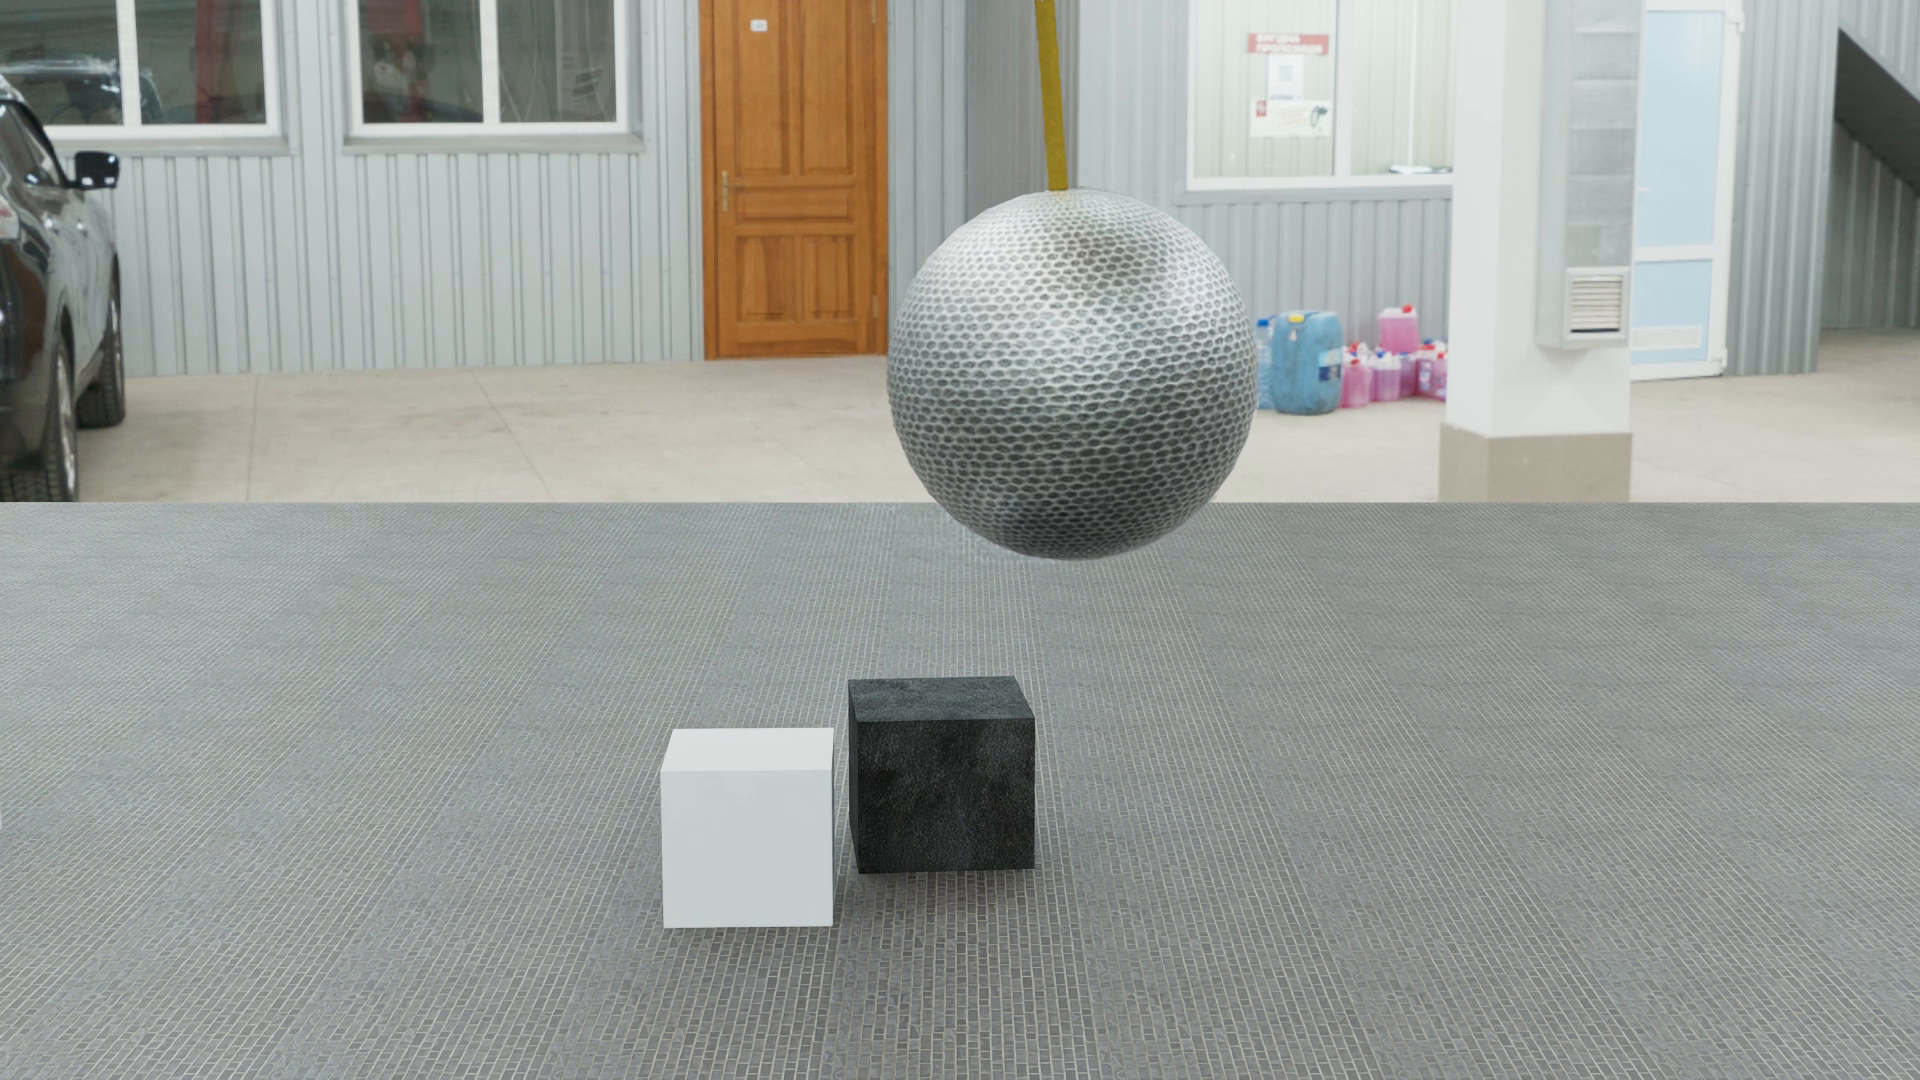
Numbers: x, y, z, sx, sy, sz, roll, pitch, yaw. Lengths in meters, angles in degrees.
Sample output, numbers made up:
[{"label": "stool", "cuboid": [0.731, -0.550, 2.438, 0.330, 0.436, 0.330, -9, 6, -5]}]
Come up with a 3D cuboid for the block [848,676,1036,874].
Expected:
[{"label": "block", "cuboid": [-0.097, 1.064, 11.772, 0.787, 0.695, 0.808, -1, 10, -5]}]

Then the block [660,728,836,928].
[{"label": "block", "cuboid": [-0.894, 1.220, 10.975, 0.703, 0.673, 0.696, 0, 10, -2]}]

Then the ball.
[{"label": "ball", "cuboid": [0.482, -0.707, 11.052, 1.600, 1.600, 1.600, 0, 10, 0]}]

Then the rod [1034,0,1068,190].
[{"label": "rod", "cuboid": [0.209, -4.042, 10.445, 0.080, 5.200, 0.080, -5, 10, 1]}]

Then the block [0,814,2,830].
[{"label": "block", "cuboid": [-5.069, 0.996, 11.968, 0.767, 0.759, 0.822, 10, 14, 42]}]
